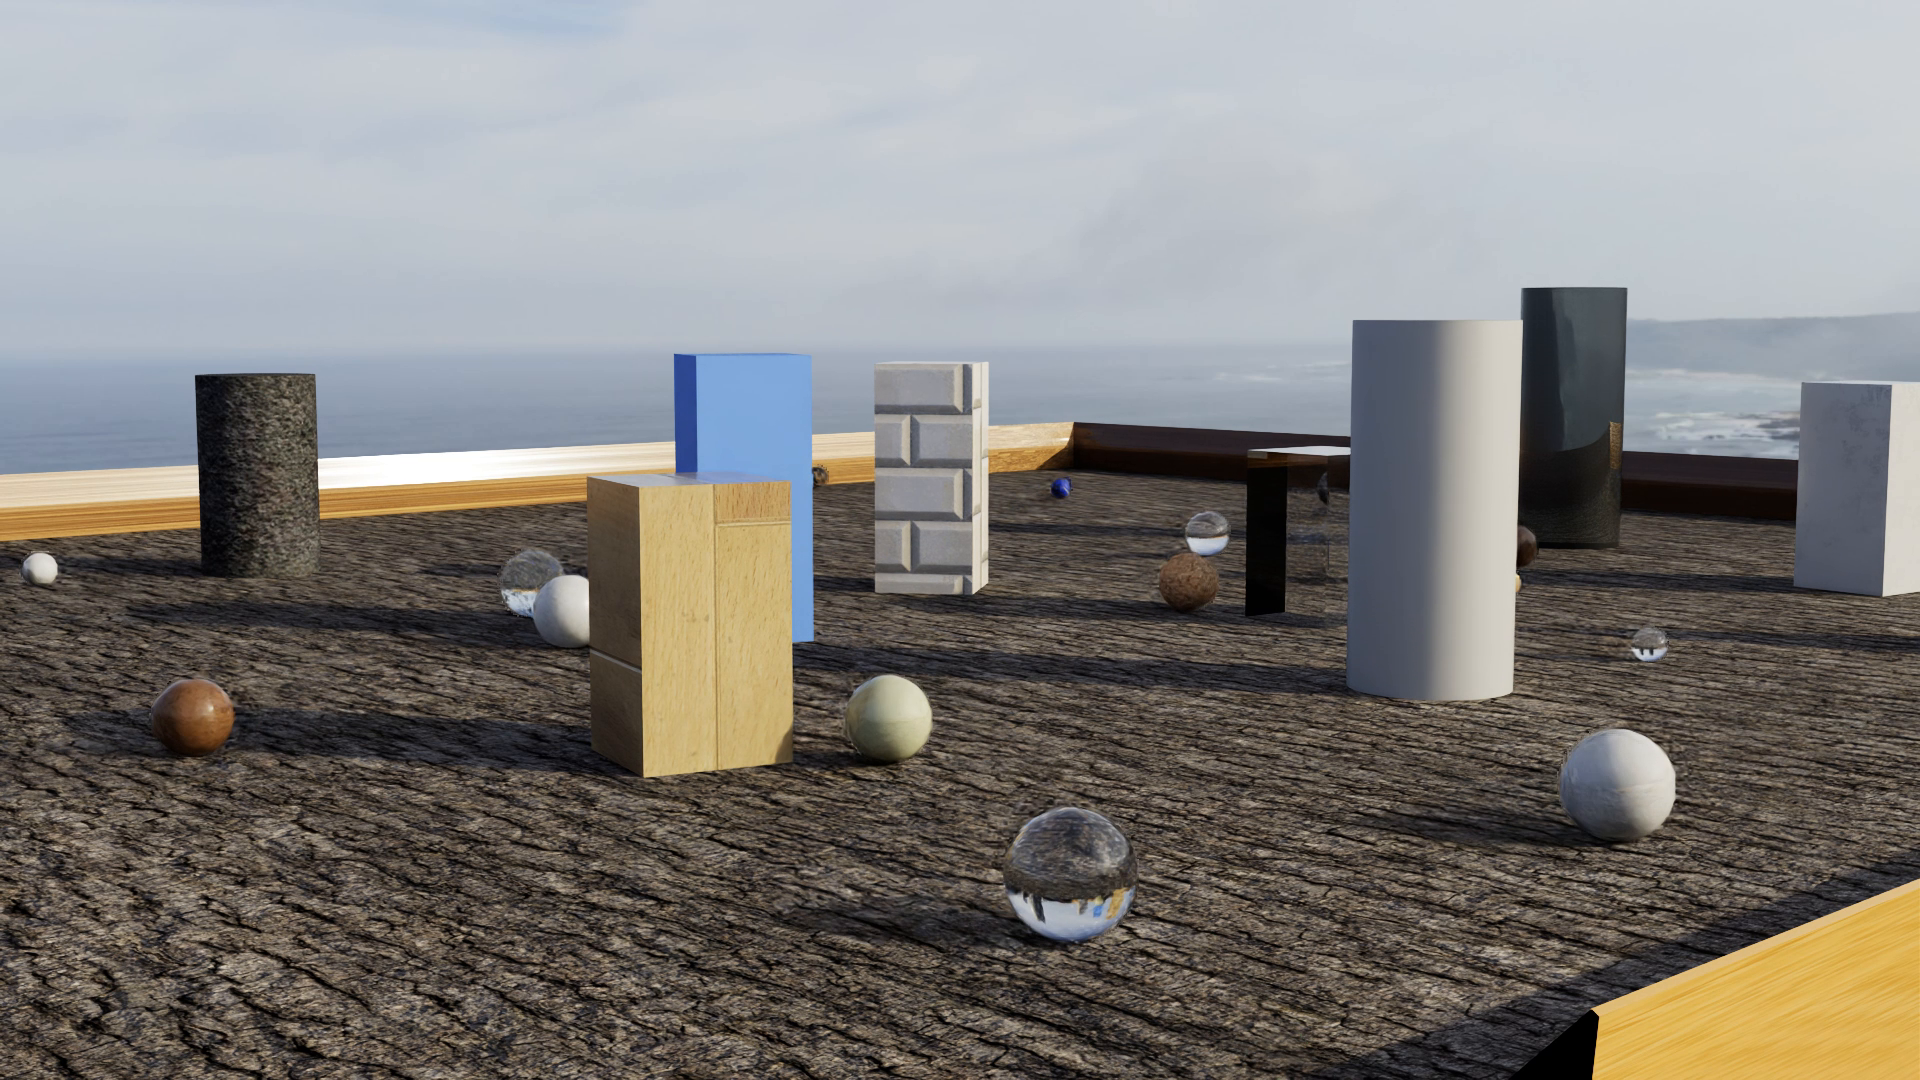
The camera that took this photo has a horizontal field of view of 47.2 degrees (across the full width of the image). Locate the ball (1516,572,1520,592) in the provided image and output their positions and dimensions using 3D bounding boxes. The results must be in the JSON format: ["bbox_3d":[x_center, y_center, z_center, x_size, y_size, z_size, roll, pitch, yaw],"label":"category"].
[{"bbox_3d":[0.844,0.066,3.405,0.046,0.046,0.046,0,6,0],"label":"ball"}]

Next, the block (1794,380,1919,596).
[{"bbox_3d":[1.452,-0.087,3.510,0.155,0.329,0.155,-4,7,-36],"label":"block"}]

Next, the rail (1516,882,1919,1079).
[{"bbox_3d":[1.283,0.178,1.949,4.408,0.126,0.045,-5,8,-42],"label":"rail"}]

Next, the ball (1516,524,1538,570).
[{"bbox_3d":[0.952,0.012,3.777,0.077,0.077,0.077,0,6,0],"label":"ball"}]

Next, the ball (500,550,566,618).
[{"bbox_3d":[-0.619,0.064,3.188,0.096,0.096,0.096,0,6,0],"label":"ball"}]

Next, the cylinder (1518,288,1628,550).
[{"bbox_3d":[1.155,-0.234,4.161,0.194,0.485,0.194,0,6,0],"label":"cylinder"}]

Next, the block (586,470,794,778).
[{"bbox_3d":[-0.270,0.077,2.188,0.155,0.278,0.155,-3,7,-28],"label":"block"}]

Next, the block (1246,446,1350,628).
[{"bbox_3d":[0.523,-0.008,3.168,0.155,0.243,0.155,-5,8,-38],"label":"block"}]

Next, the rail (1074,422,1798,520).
[{"bbox_3d":[1.602,-0.121,4.802,0.045,0.126,3.832,-5,8,-42],"label":"rail"}]

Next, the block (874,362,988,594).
[{"bbox_3d":[-0.044,-0.103,3.513,0.155,0.360,0.155,1,6,10],"label":"block"}]

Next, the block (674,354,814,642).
[{"bbox_3d":[-0.295,-0.060,2.991,0.155,0.384,0.155,-2,6,-18],"label":"block"}]

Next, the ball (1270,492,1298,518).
[{"bbox_3d":[0.690,-0.073,4.688,0.056,0.056,0.056,0,6,0],"label":"ball"}]

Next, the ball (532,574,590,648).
[{"bbox_3d":[-0.514,0.094,2.897,0.097,0.097,0.097,0,6,0],"label":"ball"}]

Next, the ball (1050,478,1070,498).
[{"bbox_3d":[0.238,-0.122,5.199,0.047,0.047,0.047,0,6,0],"label":"ball"}]

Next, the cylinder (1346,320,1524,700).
[{"bbox_3d":[0.556,-0.042,2.584,0.194,0.432,0.194,0,6,0],"label":"cylinder"}]

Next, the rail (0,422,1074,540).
[{"bbox_3d":[-1.283,-0.112,4.715,4.408,0.126,0.045,-5,8,-42],"label":"rail"}]

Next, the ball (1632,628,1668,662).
[{"bbox_3d":[0.872,0.133,2.782,0.044,0.044,0.044,0,6,0],"label":"ball"}]

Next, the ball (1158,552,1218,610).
[{"bbox_3d":[0.337,0.062,3.255,0.086,0.086,0.086,0,6,0],"label":"ball"}]

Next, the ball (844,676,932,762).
[{"bbox_3d":[-0.070,0.176,2.167,0.086,0.086,0.086,0,6,0],"label":"ball"}]

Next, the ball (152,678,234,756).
[{"bbox_3d":[-0.765,0.177,2.196,0.078,0.078,0.078,0,6,0],"label":"ball"}]

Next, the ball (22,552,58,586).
[{"bbox_3d":[-1.485,0.048,3.550,0.053,0.053,0.053,0,6,0],"label":"ball"}]

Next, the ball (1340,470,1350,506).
[{"bbox_3d":[0.899,-0.118,4.931,0.095,0.095,0.095,0,6,0],"label":"ball"}]

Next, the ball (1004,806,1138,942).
[{"bbox_3d":[0.078,0.236,1.553,0.095,0.095,0.095,0,6,0],"label":"ball"}]

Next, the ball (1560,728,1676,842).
[{"bbox_3d":[0.552,0.206,1.845,0.094,0.094,0.094,0,6,0],"label":"ball"}]

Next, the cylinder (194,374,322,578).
[{"bbox_3d":[-1.189,-0.113,3.729,0.194,0.334,0.194,0,6,0],"label":"cylinder"}]

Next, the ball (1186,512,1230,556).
[{"bbox_3d":[0.447,-0.010,3.975,0.080,0.080,0.080,0,6,0],"label":"ball"}]

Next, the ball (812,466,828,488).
[{"bbox_3d":[-0.359,-0.159,5.524,0.051,0.051,0.051,0,6,0],"label":"ball"}]
